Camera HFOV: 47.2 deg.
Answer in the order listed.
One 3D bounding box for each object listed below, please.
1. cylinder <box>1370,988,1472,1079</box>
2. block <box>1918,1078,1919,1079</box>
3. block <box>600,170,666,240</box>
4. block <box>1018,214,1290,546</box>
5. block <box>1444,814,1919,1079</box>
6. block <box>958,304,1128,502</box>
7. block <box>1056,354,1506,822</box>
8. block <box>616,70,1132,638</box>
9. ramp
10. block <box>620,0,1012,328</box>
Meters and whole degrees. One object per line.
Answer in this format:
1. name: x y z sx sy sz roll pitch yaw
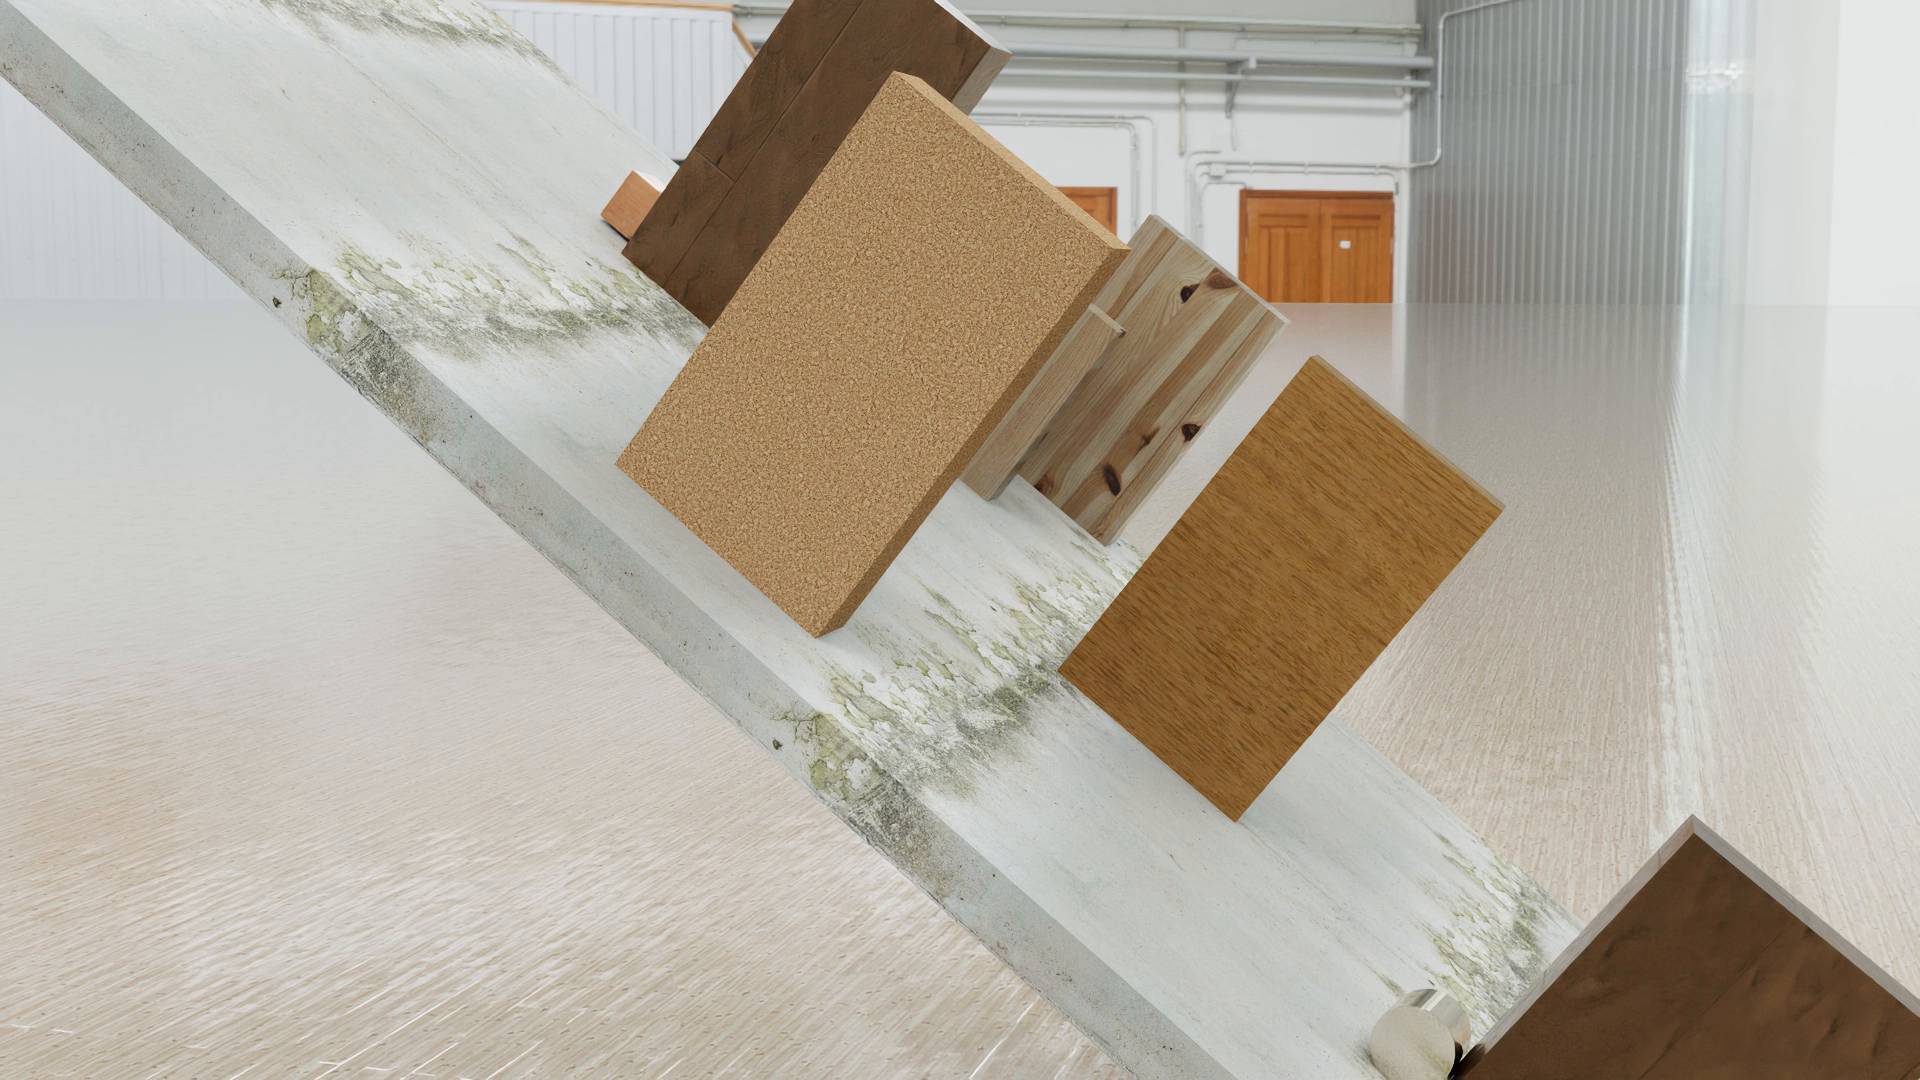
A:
1. cylinder: 0.699 0.756 3.333 0.127 0.127 0.127 3 2 24
2. block: 1.946 1.191 4.359 0.172 0.172 0.172 21 41 24
3. block: -0.628 -0.659 4.421 0.113 0.113 0.113 40 12 9
4. block: 0.374 -0.345 4.788 0.372 0.623 0.089 40 16 9
5. block: 1.042 0.770 3.192 0.443 0.588 0.117 40 16 9
6. block: 0.098 -0.335 4.497 0.264 0.441 0.086 40 16 9
7. block: 0.547 0.087 3.803 0.408 0.710 0.092 40 16 9
8. block: -0.138 -0.269 3.276 0.412 0.732 0.122 40 16 9
9. ramp: -0.029 0.083 4.053 4.000 0.100 2.000 40 16 9
10. block: -0.281 -0.740 4.230 0.364 0.759 0.146 40 16 9
